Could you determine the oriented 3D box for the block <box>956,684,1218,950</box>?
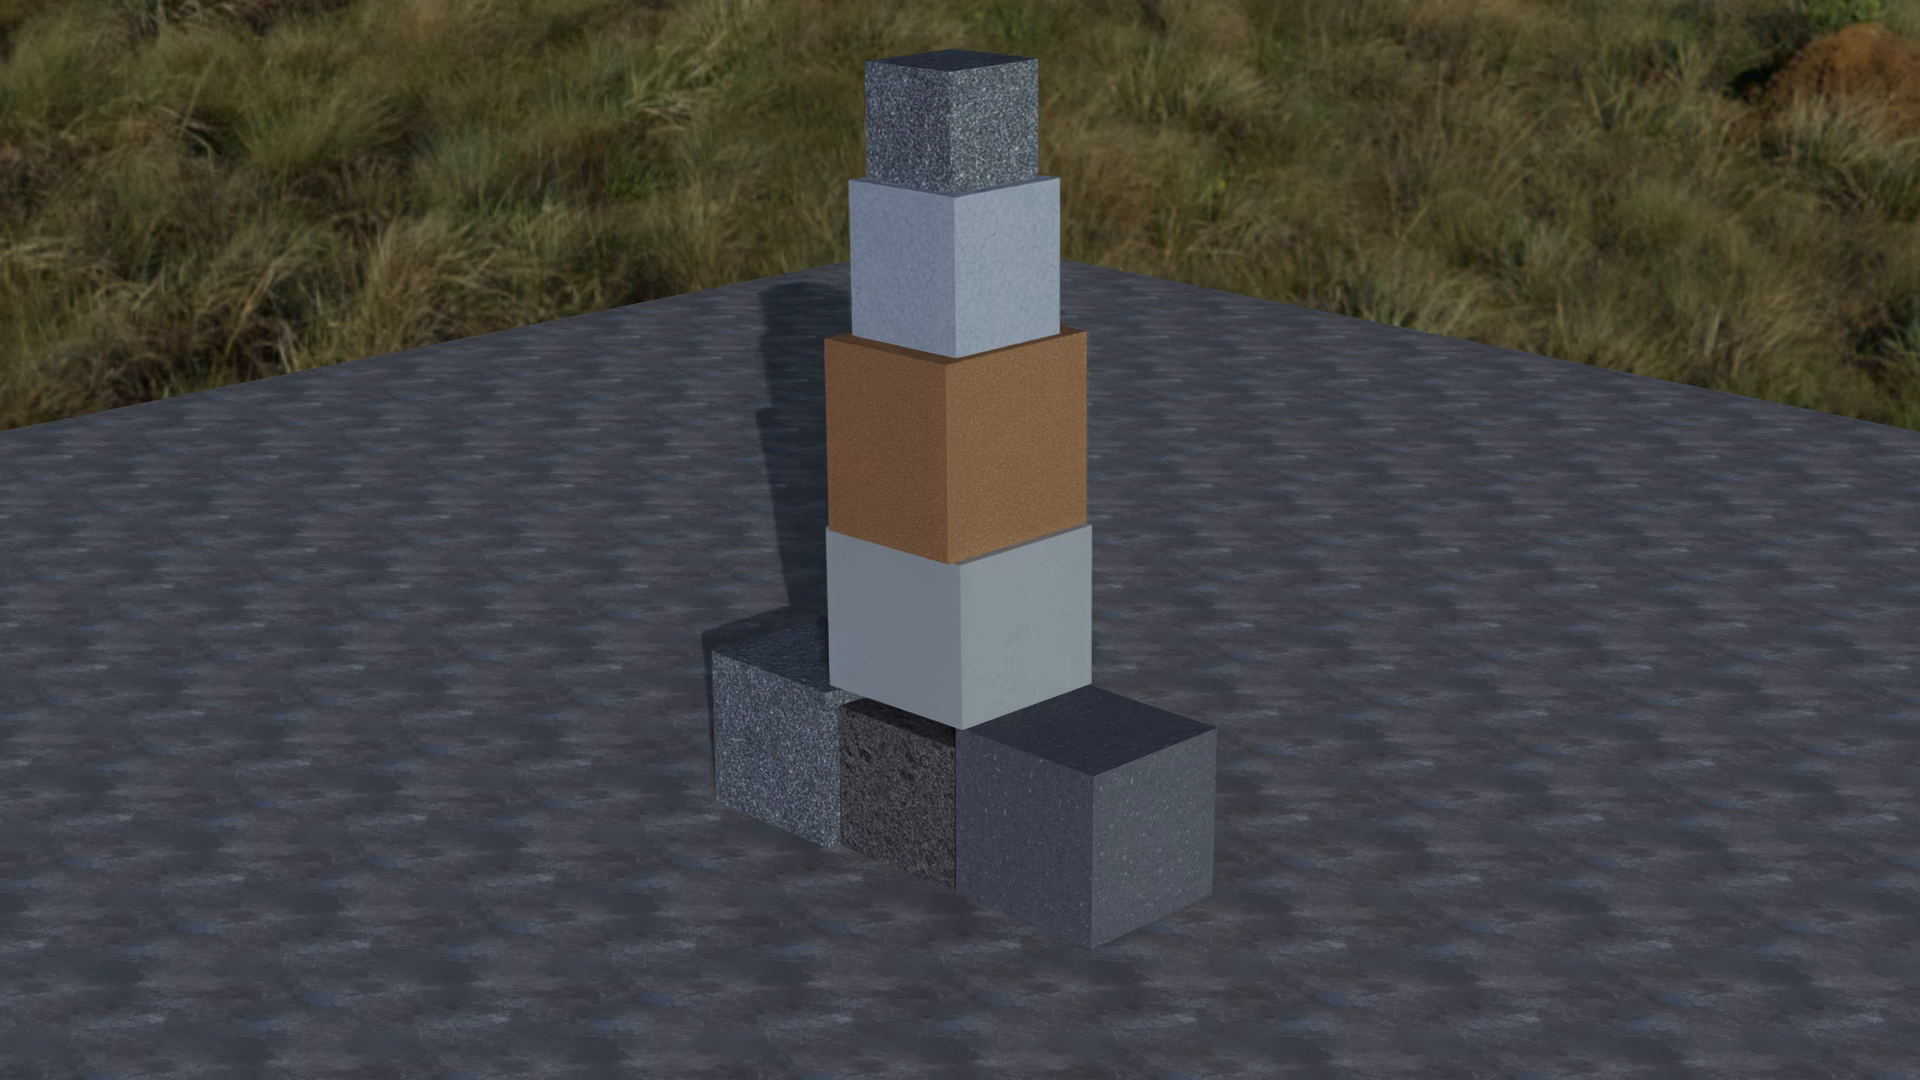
[{"bbox_3d":[0.560,1.216,13.132,0.809,0.807,0.830,-17,24,-42],"label":"block"}]

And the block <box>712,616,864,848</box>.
[{"bbox_3d":[-0.562,0.888,14.225,0.961,0.776,0.811,-17,24,-42],"label":"block"}]

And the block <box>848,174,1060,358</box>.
[{"bbox_3d":[-0.022,-1.251,12.975,0.652,0.699,0.657,-17,23,-42],"label":"block"}]

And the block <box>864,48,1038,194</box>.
[{"bbox_3d":[-0.035,-1.833,12.793,0.543,0.521,0.519,-17,23,-42],"label":"block"}]

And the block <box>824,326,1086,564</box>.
[{"bbox_3d":[-0.013,-0.490,13.203,0.891,0.891,0.766,-17,23,-42],"label":"block"}]

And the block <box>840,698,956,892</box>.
[{"bbox_3d":[0.000,1.095,13.699,0.821,0.697,0.761,-17,24,-42],"label":"block"}]

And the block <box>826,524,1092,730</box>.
[{"bbox_3d":[-0.002,0.302,13.444,0.845,0.763,0.867,-17,23,-42],"label":"block"}]
